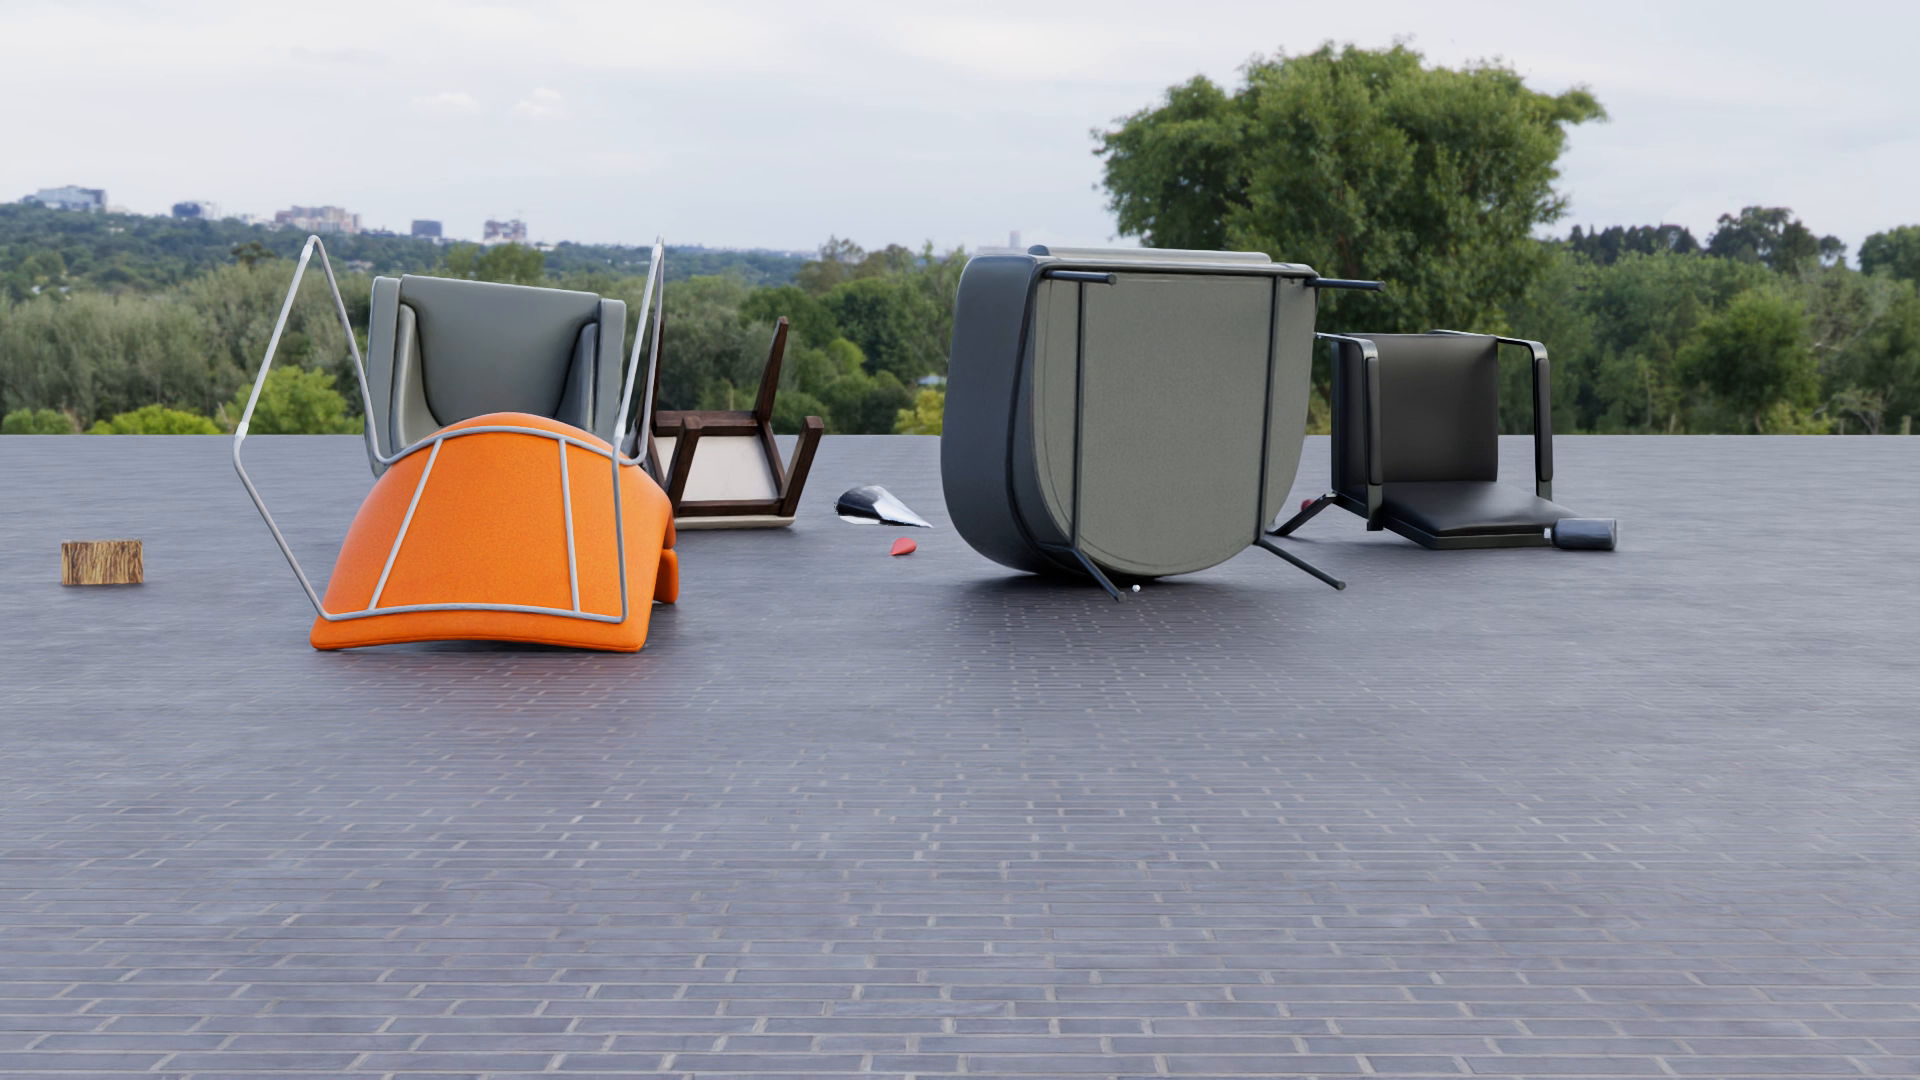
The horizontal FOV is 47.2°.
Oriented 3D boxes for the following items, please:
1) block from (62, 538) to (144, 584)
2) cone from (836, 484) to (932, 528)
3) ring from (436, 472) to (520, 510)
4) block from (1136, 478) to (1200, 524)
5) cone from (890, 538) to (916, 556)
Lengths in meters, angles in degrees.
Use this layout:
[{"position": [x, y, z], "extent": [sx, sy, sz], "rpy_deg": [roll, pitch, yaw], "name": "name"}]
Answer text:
[{"position": [-1.999, 0.049, 5.129], "extent": [0.173, 0.096, 0.116], "rpy_deg": [-1, 4, -20], "name": "block"}, {"position": [-0.200, -0.078, 7.205], "extent": [0.308, 0.134, 0.274], "rpy_deg": [19, 13, 37], "name": "cone"}, {"position": [-1.806, -0.182, 8.242], "extent": [0.330, 0.133, 0.262], "rpy_deg": [3, 3, 16], "name": "ring"}, {"position": [0.700, -0.130, 7.380], "extent": [0.168, 0.146, 0.126], "rpy_deg": [4, 5, 44], "name": "block"}, {"position": [-0.170, 0.029, 5.959], "extent": [0.075, 0.047, 0.081], "rpy_deg": [-4, 18, 32], "name": "cone"}]
